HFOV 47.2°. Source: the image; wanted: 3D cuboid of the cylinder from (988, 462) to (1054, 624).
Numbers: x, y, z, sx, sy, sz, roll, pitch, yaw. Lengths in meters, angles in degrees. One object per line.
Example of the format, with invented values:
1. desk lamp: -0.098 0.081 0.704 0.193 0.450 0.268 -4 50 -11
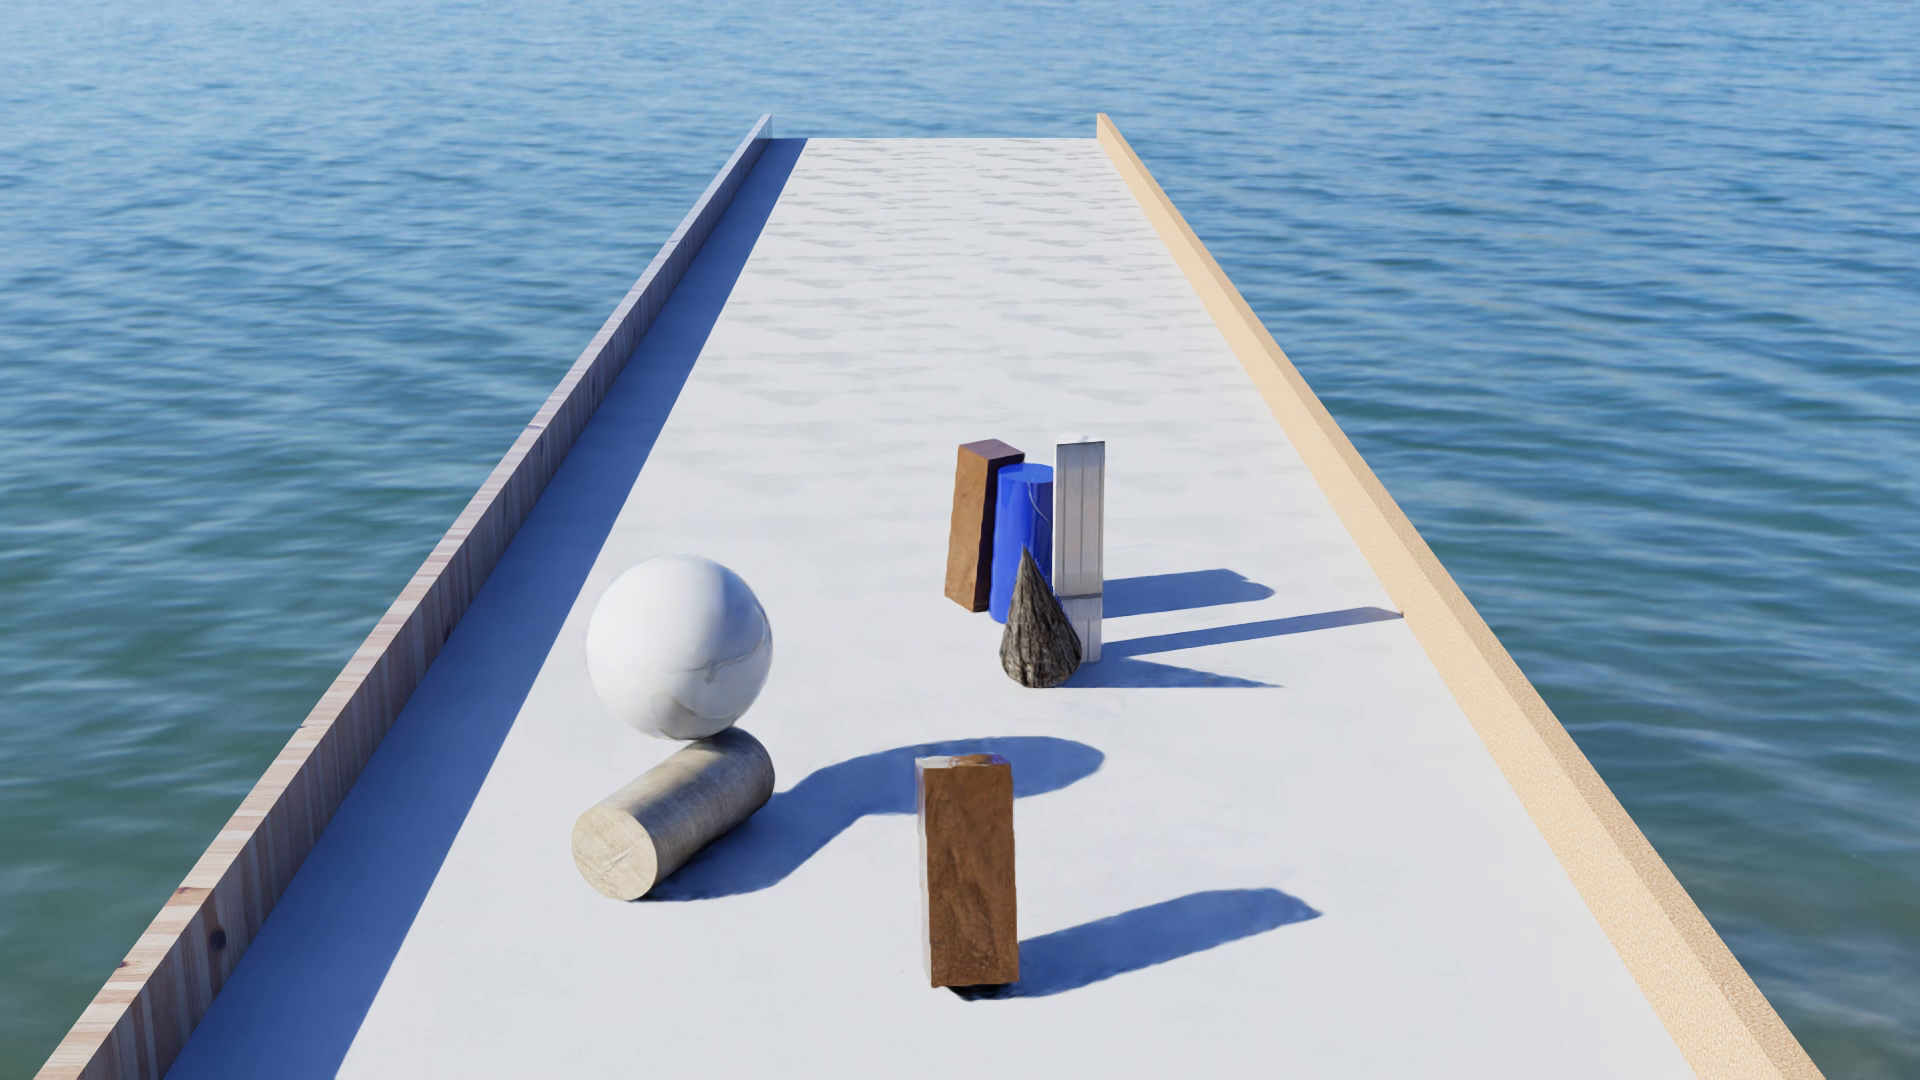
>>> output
1. cylinder: 0.138 0.010 4.618 0.137 0.318 0.137 3 19 -1

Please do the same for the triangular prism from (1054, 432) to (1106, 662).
1. triangular prism: 0.221 0.015 4.378 0.104 0.455 0.090 -5 17 -16

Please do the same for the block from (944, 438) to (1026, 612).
1. block: 0.051 -0.032 4.701 0.100 0.349 0.100 -12 28 -37

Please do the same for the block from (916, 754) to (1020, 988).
1. block: 0.009 0.463 3.100 0.122 0.303 0.122 -2 2 -6

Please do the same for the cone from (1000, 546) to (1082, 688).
1. cone: 0.136 0.113 4.127 0.160 0.408 0.160 -3 58 5

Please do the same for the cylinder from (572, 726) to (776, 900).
1. cylinder: -0.452 0.430 3.509 0.155 0.155 0.364 7 18 24

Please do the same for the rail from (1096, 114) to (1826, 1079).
1. rail: 0.932 -0.844 7.801 0.050 0.150 12.000 0 17 -1

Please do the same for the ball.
1. ball: -0.458 0.176 3.591 0.307 0.307 0.307 0 17 0

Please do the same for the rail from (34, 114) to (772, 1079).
1. rail: -1.118 -0.838 7.780 0.050 0.150 12.000 0 17 -1
